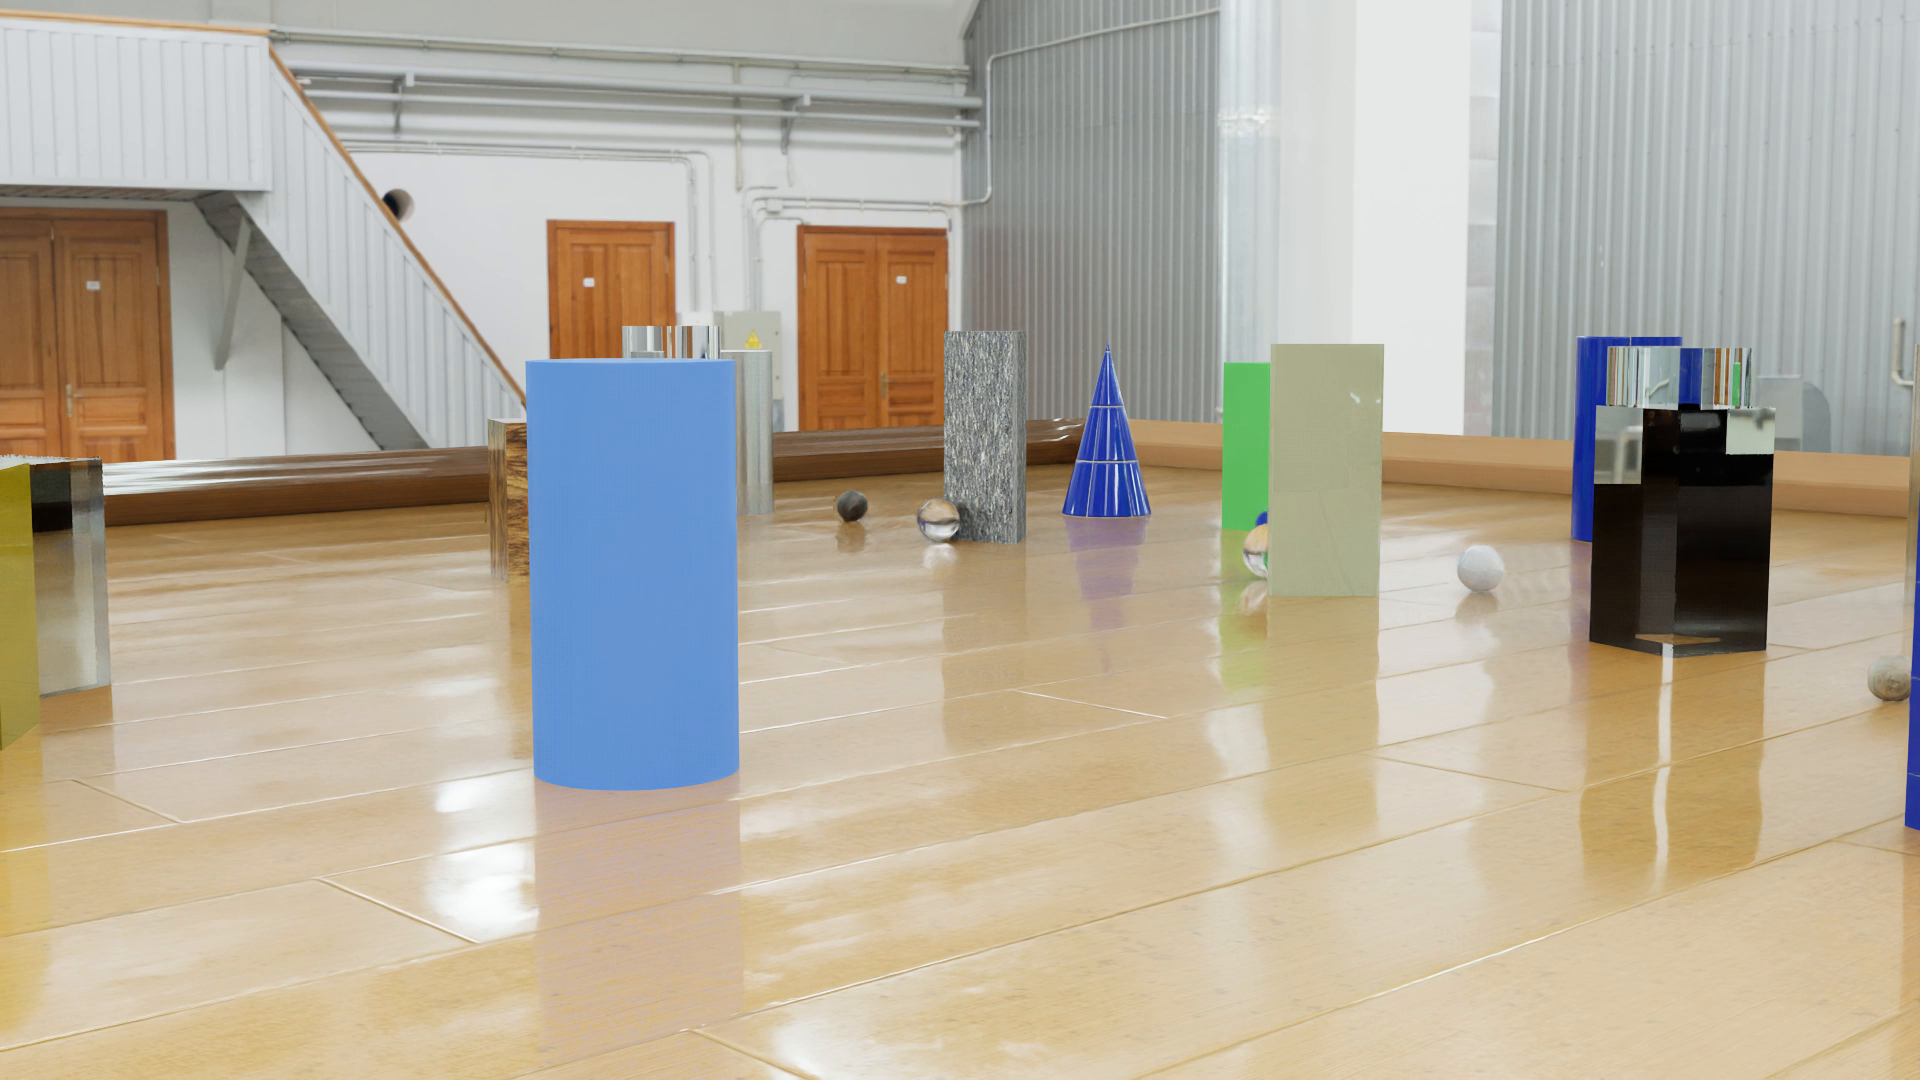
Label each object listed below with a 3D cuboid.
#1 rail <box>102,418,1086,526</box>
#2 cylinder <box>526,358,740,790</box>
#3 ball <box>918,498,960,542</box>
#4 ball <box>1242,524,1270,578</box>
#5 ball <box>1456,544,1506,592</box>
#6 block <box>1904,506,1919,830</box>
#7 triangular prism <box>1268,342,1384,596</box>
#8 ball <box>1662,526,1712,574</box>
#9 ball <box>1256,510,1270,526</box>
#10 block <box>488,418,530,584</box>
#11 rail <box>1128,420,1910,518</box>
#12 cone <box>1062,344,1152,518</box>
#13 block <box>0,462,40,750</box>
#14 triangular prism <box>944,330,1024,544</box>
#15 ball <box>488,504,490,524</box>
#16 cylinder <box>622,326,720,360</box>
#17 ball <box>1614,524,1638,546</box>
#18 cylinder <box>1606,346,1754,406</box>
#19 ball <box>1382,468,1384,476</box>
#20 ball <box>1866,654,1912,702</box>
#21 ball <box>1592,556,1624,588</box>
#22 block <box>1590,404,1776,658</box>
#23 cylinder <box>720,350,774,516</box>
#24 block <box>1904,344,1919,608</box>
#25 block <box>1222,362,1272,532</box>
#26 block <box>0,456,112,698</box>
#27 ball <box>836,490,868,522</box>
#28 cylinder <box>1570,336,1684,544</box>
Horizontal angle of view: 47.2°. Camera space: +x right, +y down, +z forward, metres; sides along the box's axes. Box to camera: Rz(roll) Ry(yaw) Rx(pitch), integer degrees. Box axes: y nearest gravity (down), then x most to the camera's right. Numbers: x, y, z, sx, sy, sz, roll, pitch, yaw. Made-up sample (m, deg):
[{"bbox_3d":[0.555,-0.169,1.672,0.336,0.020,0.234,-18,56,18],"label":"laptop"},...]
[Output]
[{"bbox_3d":[-1.402,-0.124,4.843,4.937,0.129,0.045,-5,8,-42],"label":"rail"},{"bbox_3d":[-0.315,0.026,2.125,0.199,0.397,0.199,0,6,0],"label":"cylinder"},{"bbox_3d":[-0.041,-0.038,4.260,0.082,0.082,0.082,0,6,0],"label":"ball"},{"bbox_3d":[0.518,0.018,3.665,0.093,0.093,0.093,0,6,0],"label":"ball"},{"bbox_3d":[0.826,0.046,3.487,0.075,0.075,0.075,0,6,0],"label":"ball"},{"bbox_3d":[0.917,0.075,1.834,0.159,0.360,0.159,-2,6,-15],"label":"block"},{"bbox_3d":[0.572,-0.116,3.505,0.172,0.394,0.149,0,6,1],"label":"triangular prism"},{"bbox_3d":[1.236,0.016,3.739,0.082,0.082,0.082,0,6,0],"label":"ball"},{"bbox_3d":[0.606,-0.030,4.302,0.057,0.057,0.057,0,6,0],"label":"ball"},{"bbox_3d":[-0.692,-0.069,3.675,0.159,0.264,0.159,-2,6,-22],"label":"block"},{"bbox_3d":[1.797,-0.138,4.981,0.045,0.129,4.183,-5,8,-42],"label":"rail"},{"bbox_3d":[0.323,-0.245,4.822,0.199,0.377,0.199,0,6,0],"label":"cone"},{"bbox_3d":[-1.065,0.067,2.285,0.159,0.283,0.159,-1,6,-9],"label":"block"},{"bbox_3d":[0.082,-0.205,4.300,0.172,0.405,0.149,5,7,37],"label":"triangular prism"},{"bbox_3d":[-0.871,-0.050,4.288,0.099,0.099,0.099,0,6,0],"label":"ball"},{"bbox_3d":[-0.584,-0.228,4.473,0.199,0.414,0.199,0,6,0],"label":"cylinder"},{"bbox_3d":[1.260,-0.008,4.161,0.043,0.043,0.043,0,6,0],"label":"ball"},{"bbox_3d":[1.024,-0.079,3.146,0.199,0.393,0.199,0,6,0],"label":"cylinder"},{"bbox_3d":[1.073,-0.178,5.715,0.057,0.057,0.057,0,6,0],"label":"ball"},{"bbox_3d":[1.064,0.158,2.510,0.054,0.054,0.054,0,6,0],"label":"ball"},{"bbox_3d":[1.046,0.052,3.546,0.051,0.051,0.051,0,6,0],"label":"ball"},{"bbox_3d":[0.955,-0.017,2.916,0.159,0.319,0.159,-3,7,-24],"label":"block"},{"bbox_3d":[-0.513,-0.240,4.868,0.199,0.356,0.199,0,6,0],"label":"cylinder"},{"bbox_3d":[1.518,-0.094,3.290,0.159,0.394,0.159,2,6,15],"label":"block"},{"bbox_3d":[0.649,-0.192,4.487,0.159,0.340,0.159,-4,7,-35],"label":"block"},{"bbox_3d":[-1.119,0.043,2.574,0.159,0.270,0.159,3,7,25],"label":"block"},{"bbox_3d":[-0.230,-0.073,4.666,0.067,0.067,0.067,0,6,0],"label":"ball"},{"bbox_3d":[1.294,-0.197,4.268,0.199,0.396,0.199,0,6,0],"label":"cylinder"}]
